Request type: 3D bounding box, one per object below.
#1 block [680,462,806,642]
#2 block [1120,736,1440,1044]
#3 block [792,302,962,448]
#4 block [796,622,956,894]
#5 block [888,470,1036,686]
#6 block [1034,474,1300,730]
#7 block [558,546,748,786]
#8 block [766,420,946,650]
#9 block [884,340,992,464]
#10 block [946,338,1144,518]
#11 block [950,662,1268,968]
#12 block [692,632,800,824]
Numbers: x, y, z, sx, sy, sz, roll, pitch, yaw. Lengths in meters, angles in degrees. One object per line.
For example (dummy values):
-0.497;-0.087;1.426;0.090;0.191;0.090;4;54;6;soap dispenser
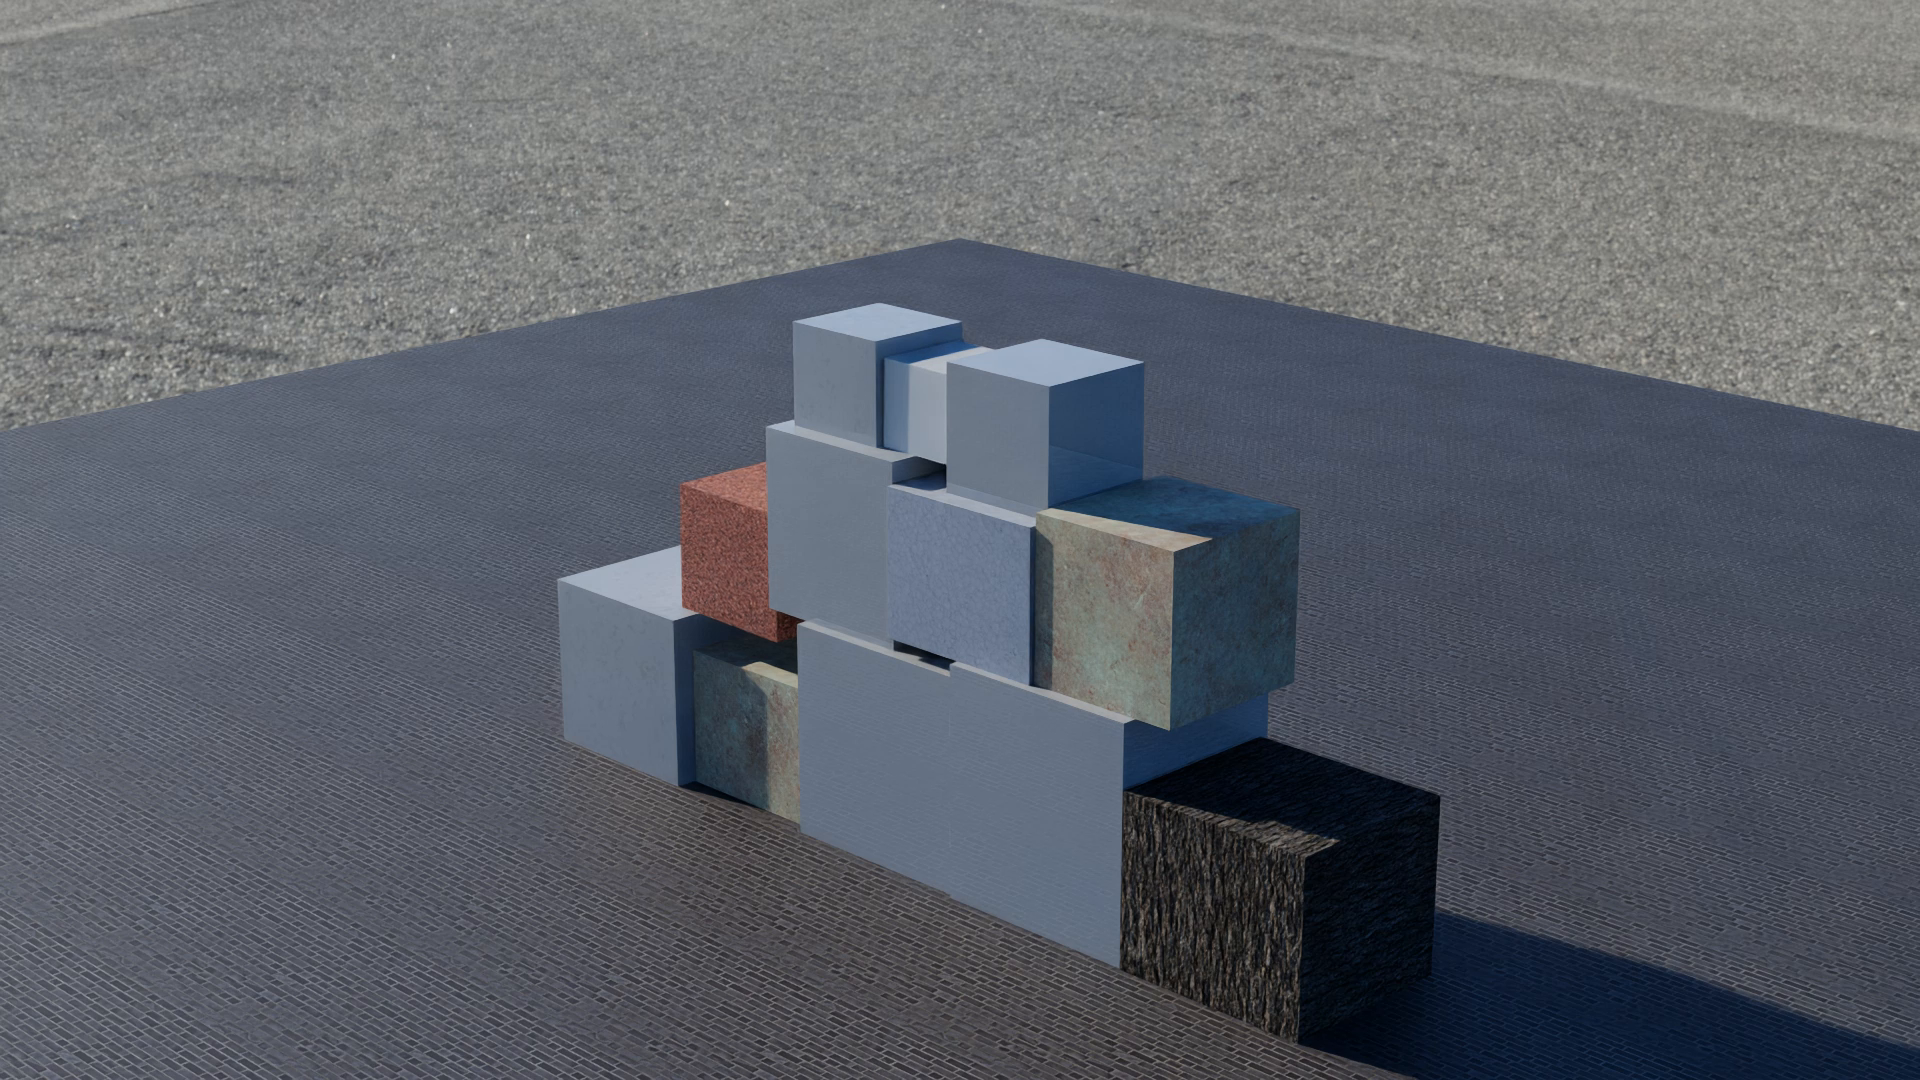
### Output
-0.875;0.037;14.299;0.675;0.632;0.702;-17;25;-42;block
1.343;1.450;12.364;0.900;0.819;0.967;-17;24;-42;block
-0.378;-0.767;13.519;0.549;0.493;0.552;-17;24;-42;block
-0.080;0.903;13.728;0.892;1.045;1.023;-17;24;-42;block
0.281;0.106;13.086;0.831;0.713;0.875;-17;24;-42;block
0.882;0.250;12.525;0.814;0.776;0.771;-17;24;-42;block
-1.361;0.602;14.985;0.997;0.866;0.914;-17;24;-42;block
-0.324;-0.095;13.680;0.782;0.887;0.847;-17;24;-42;block
-0.012;-0.616;13.174;0.467;0.412;0.466;-17;25;-42;block
0.371;-0.490;12.807;0.603;0.592;0.613;-17;24;-42;block
0.654;1.087;13.021;0.951;1.119;1.027;-17;24;-42;block
-0.738;0.872;14.416;0.777;0.691;0.829;-17;24;-42;block
